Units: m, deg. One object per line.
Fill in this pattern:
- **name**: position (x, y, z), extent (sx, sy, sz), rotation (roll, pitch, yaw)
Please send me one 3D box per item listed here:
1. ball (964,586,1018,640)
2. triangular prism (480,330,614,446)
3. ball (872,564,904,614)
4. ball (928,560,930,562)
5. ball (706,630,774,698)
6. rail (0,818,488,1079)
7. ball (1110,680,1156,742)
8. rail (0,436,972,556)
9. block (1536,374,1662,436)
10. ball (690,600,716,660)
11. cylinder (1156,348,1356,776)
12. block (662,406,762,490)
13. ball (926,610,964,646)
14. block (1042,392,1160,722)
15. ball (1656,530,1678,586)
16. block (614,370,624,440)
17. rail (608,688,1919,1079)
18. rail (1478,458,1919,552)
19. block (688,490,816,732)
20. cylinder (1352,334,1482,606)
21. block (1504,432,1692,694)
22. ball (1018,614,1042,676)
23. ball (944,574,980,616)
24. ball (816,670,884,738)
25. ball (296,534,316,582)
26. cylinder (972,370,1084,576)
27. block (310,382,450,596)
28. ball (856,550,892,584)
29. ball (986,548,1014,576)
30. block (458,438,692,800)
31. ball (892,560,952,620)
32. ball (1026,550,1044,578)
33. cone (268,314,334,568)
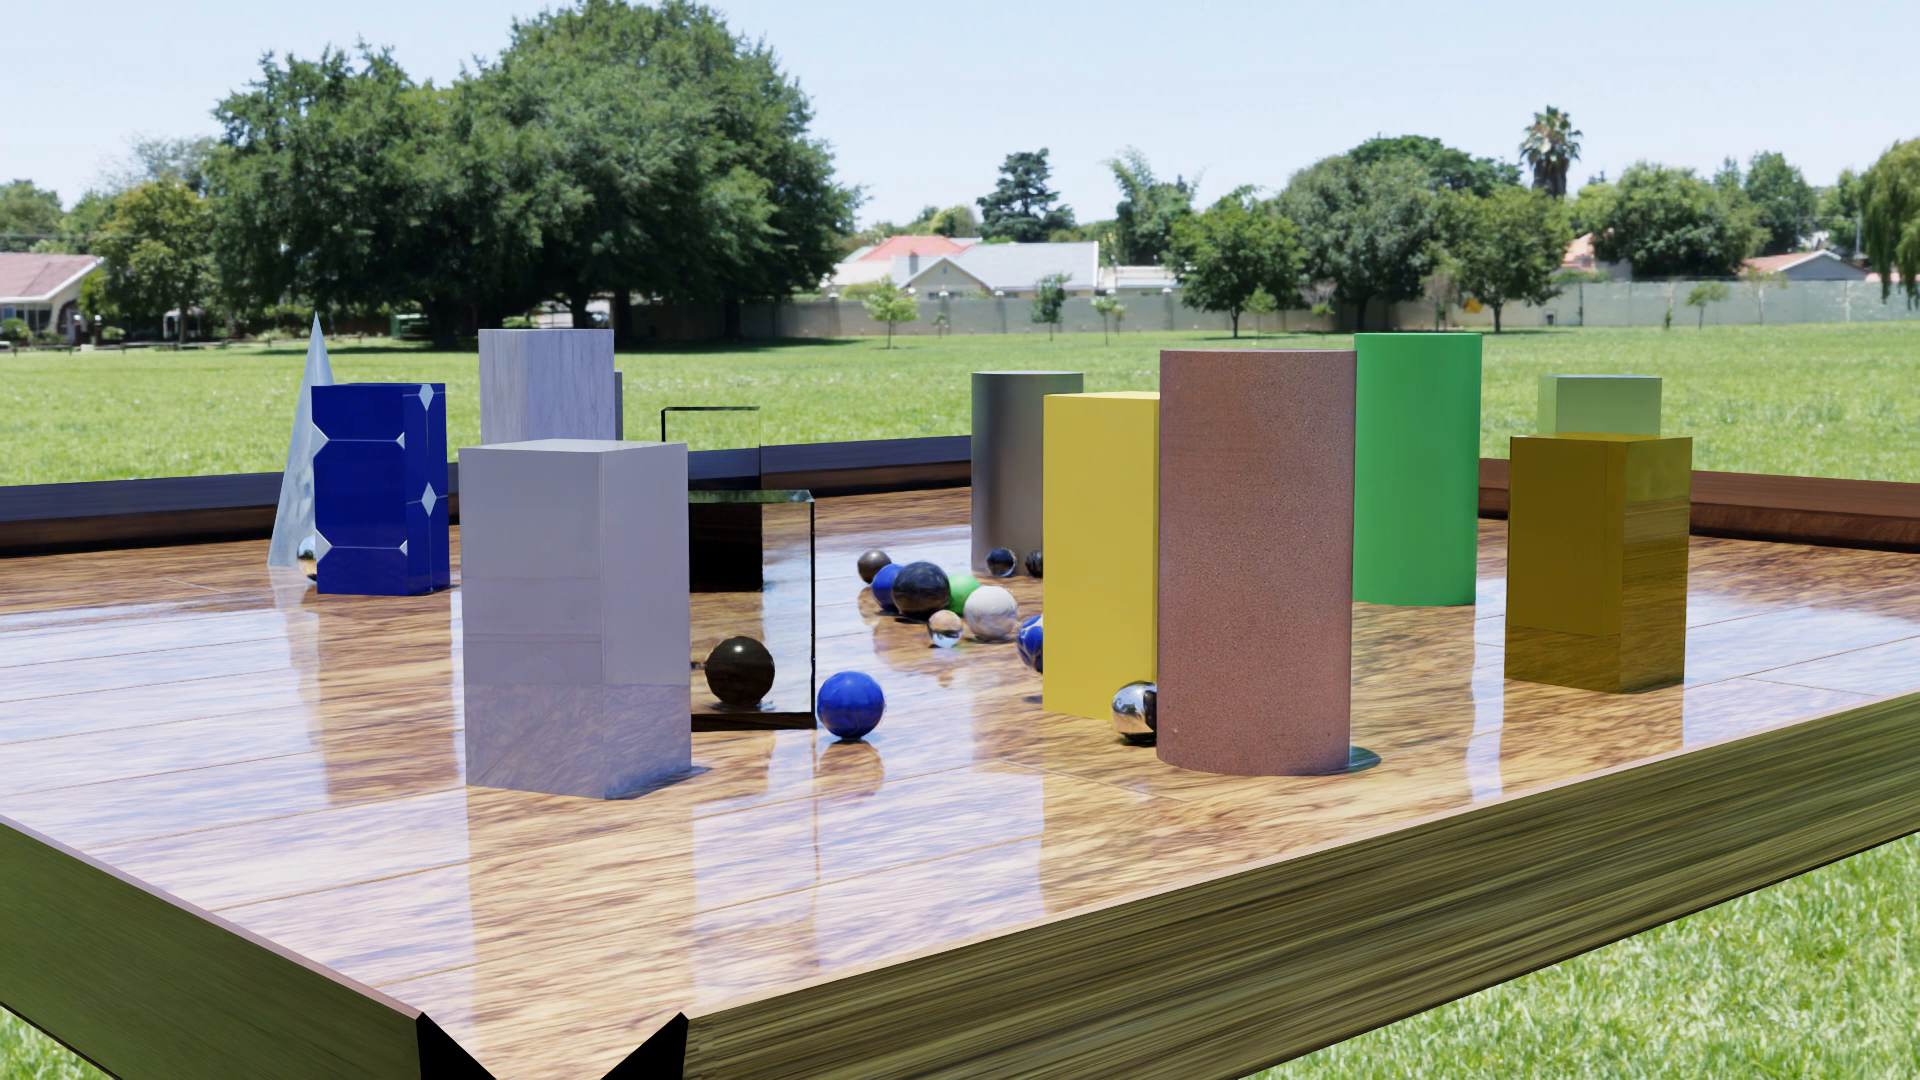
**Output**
- **ball**: position (0.041, 0.098, 2.958), extent (0.074, 0.074, 0.074), rotation (0, 6, 0)
- **triangular prism**: position (-0.537, -0.052, 2.734), extent (0.144, 0.418, 0.166), rotation (4, 7, 31)
- **ball**: position (-0.093, 0.071, 3.219), extent (0.073, 0.073, 0.073), rotation (0, 6, 0)
- **ball**: position (-0.058, 0.053, 3.525), extent (0.045, 0.045, 0.045), rotation (0, 6, 0)
- **ball**: position (-0.251, 0.142, 2.513), extent (0.078, 0.078, 0.078), rotation (0, 6, 0)
- **rail**: position (-1.282, 0.156, 2.156), extent (0.045, 0.124, 3.270), rotation (-6, 8, -42)
- **ball**: position (0.186, 0.177, 2.267), extent (0.063, 0.063, 0.063), rotation (0, 6, 0)
- **rail**: position (-1.093, -0.092, 4.510), extent (3.536, 0.124, 0.045), rotation (-6, 8, -42)
- **block**: position (0.970, -0.079, 3.356), extent (0.153, 0.342, 0.153), rotation (0, 6, 5)
- **ball**: position (-0.350, 0.113, 2.790), extent (0.078, 0.078, 0.078), rotation (0, 6, 0)
- **cylinder**: position (0.292, 0.015, 2.174), extent (0.191, 0.404, 0.191), rotation (0, 6, 0)
- **block**: position (-0.401, -0.071, 3.566), extent (0.153, 0.283, 0.153), rotation (0, 6, -4)
- **ball**: position (-0.020, 0.117, 2.902), extent (0.048, 0.048, 0.048), rotation (0, 6, 0)
- **block**: position (0.200, 0.015, 2.431), extent (0.153, 0.350, 0.153), rotation (6, 8, 43)
- **ball**: position (1.099, 0.028, 3.517), extent (0.095, 0.095, 0.095), rotation (0, 6, 0)
- **block**: position (-0.639, -0.111, 3.667), extent (0.153, 0.341, 0.153), rotation (-1, 6, -9)
- **rail**: position (1.093, 0.156, 2.154), extent (3.536, 0.124, 0.045), rotation (-6, 8, -42)
- **rail**: position (1.282, -0.092, 4.508), extent (0.045, 0.124, 3.270), rotation (-6, 8, -42)
- **block**: position (-0.237, 0.073, 2.390), extent (0.153, 0.242, 0.153), rotation (-1, 6, -6)
- **cylinder**: position (0.698, -0.112, 3.371), extent (0.191, 0.406, 0.191), rotation (0, 6, 0)
- **block**: position (0.765, 0.022, 2.637), extent (0.153, 0.292, 0.153), rotation (-6, 8, -44)
- **ball**: position (0.101, 0.119, 2.501), extent (0.072, 0.072, 0.072), rotation (0, 6, 0)
- **ball**: position (0.001, 0.079, 3.194), extent (0.062, 0.062, 0.062), rotation (0, 6, 0)
- **ball**: position (-0.113, 0.171, 2.282), extent (0.071, 0.071, 0.071), rotation (0, 6, 0)
- **ball**: position (-1.039, 0.029, 3.582), extent (0.081, 0.081, 0.081), rotation (0, 6, 0)
- **cylinder**: position (0.115, -0.118, 3.757), extent (0.191, 0.336, 0.191), rotation (0, 6, 0)
- **block**: position (-0.916, -0.084, 3.485), extent (0.153, 0.325, 0.153), rotation (1, 6, 11)
- **ball**: position (-0.138, 0.044, 3.549), extent (0.058, 0.058, 0.058), rotation (0, 6, 0)
- **ball**: position (0.067, 0.037, 3.663), extent (0.049, 0.049, 0.049), rotation (0, 6, 0)
- **block**: position (-0.362, 0.068, 2.083), extent (0.153, 0.317, 0.153), rotation (3, 7, 24)
- **ball**: position (-0.056, 0.072, 3.147), extent (0.086, 0.086, 0.086), rotation (0, 6, 0)
- **ball**: position (0.132, 0.039, 3.656), extent (0.046, 0.046, 0.046), rotation (0, 6, 0)
- **cone**: position (-1.123, -0.182, 3.858), extent (0.191, 0.442, 0.191), rotation (0, 6, 0)
